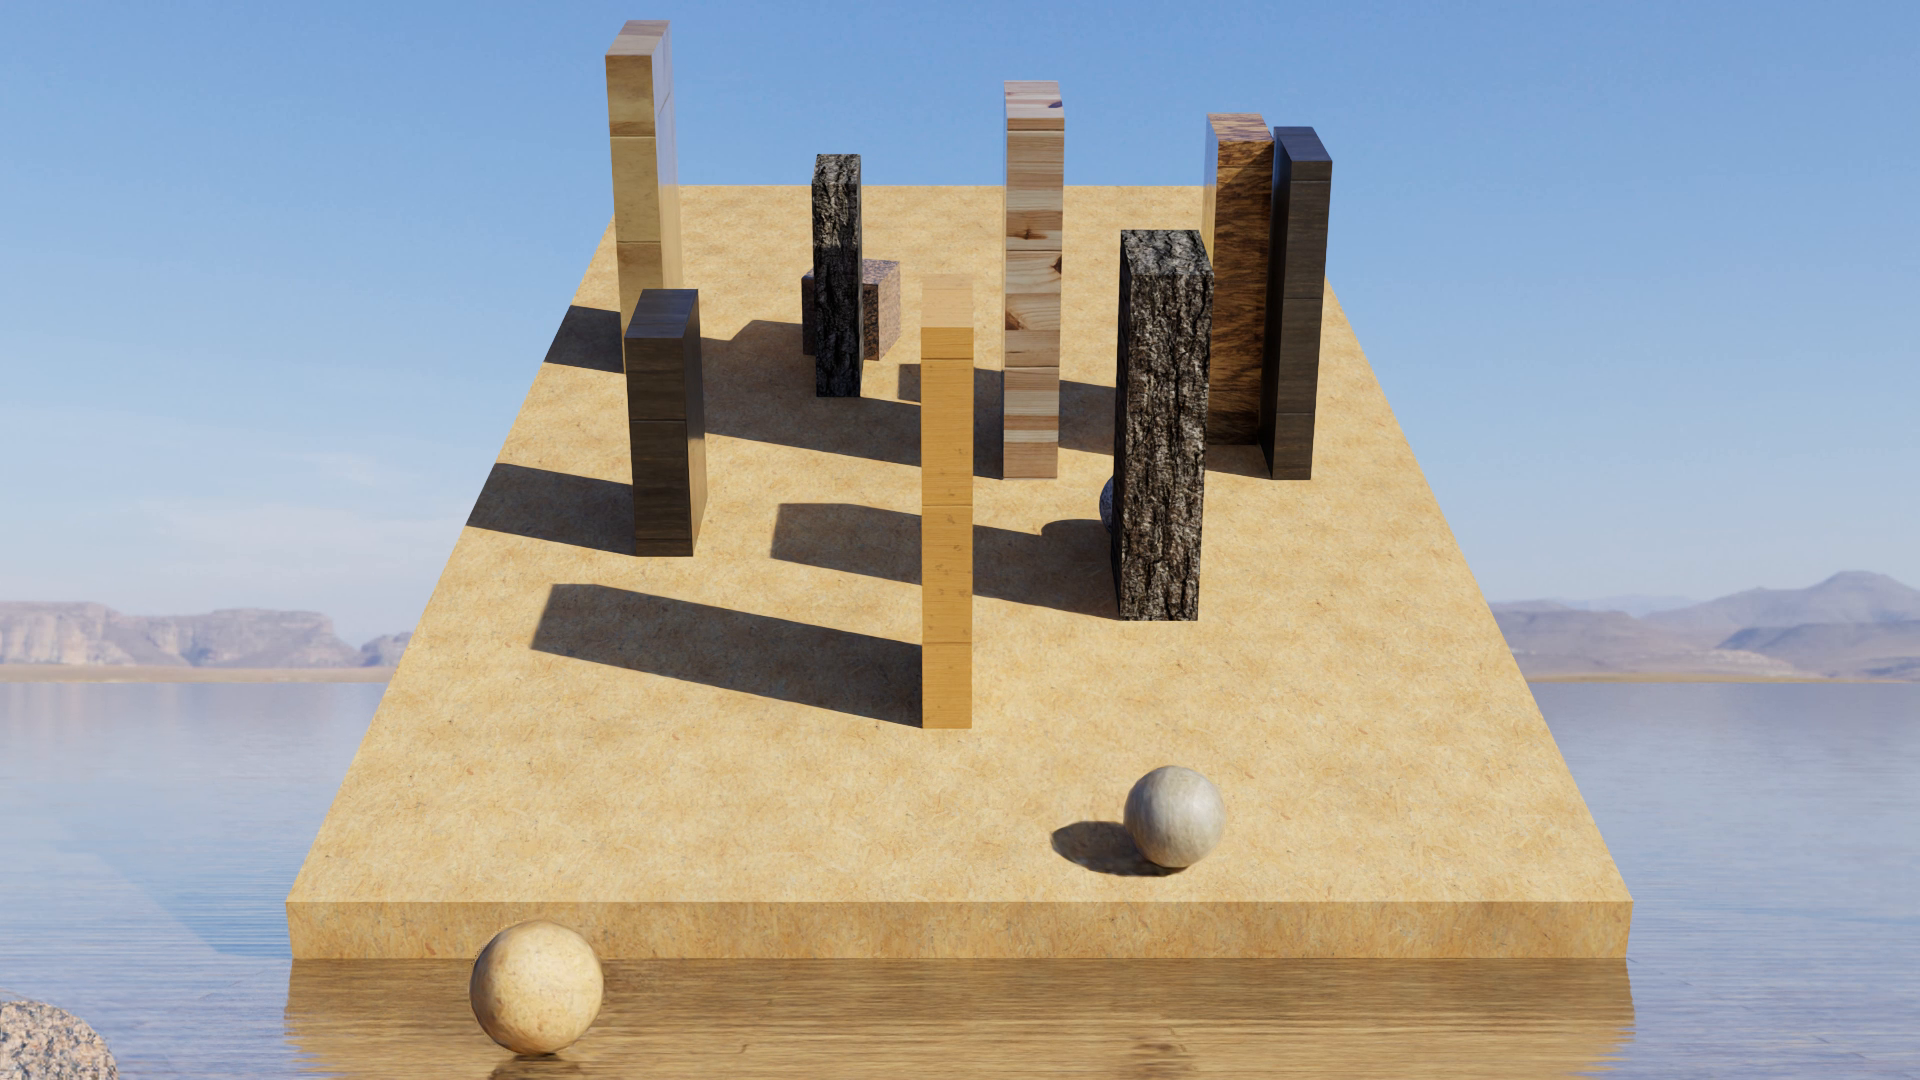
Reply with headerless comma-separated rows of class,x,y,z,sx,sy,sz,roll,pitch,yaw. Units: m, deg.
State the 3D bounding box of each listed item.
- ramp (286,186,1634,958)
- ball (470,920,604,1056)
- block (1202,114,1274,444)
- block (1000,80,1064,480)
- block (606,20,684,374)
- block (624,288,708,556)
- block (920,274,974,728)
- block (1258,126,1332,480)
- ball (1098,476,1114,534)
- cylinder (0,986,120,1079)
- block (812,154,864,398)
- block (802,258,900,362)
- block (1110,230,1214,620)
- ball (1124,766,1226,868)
ramp,-0.008,-0.228,5.297,2.000,0.100,4.000,0,24,0
ball,-0.475,0.503,2.611,0.149,0.149,0.149,0,-3,0
block,0.598,-0.572,5.111,0.117,0.682,0.247,0,24,0
block,0.150,-0.551,4.938,0.115,0.781,0.330,0,24,0
block,-0.749,-0.825,5.576,0.105,0.762,0.399,0,24,0
block,-0.581,-0.236,4.626,0.111,0.455,0.302,0,24,0
block,-0.021,-0.064,3.921,0.083,0.715,0.280,0,24,0
block,0.706,-0.502,4.940,0.082,0.694,0.287,0,24,0
ball,0.356,-0.068,4.617,0.160,0.160,0.160,0,-3,0
cylinder,-0.780,0.444,1.840,0.176,0.176,0.176,3,-4,-38
block,-0.283,-0.618,5.423,0.101,0.509,0.260,0,24,0
block,-0.265,-0.570,5.705,0.194,0.194,0.194,6,25,13
block,0.370,-0.212,4.313,0.144,0.670,0.279,0,24,0
ball,0.325,0.419,3.524,0.154,0.154,0.154,0,-3,0
